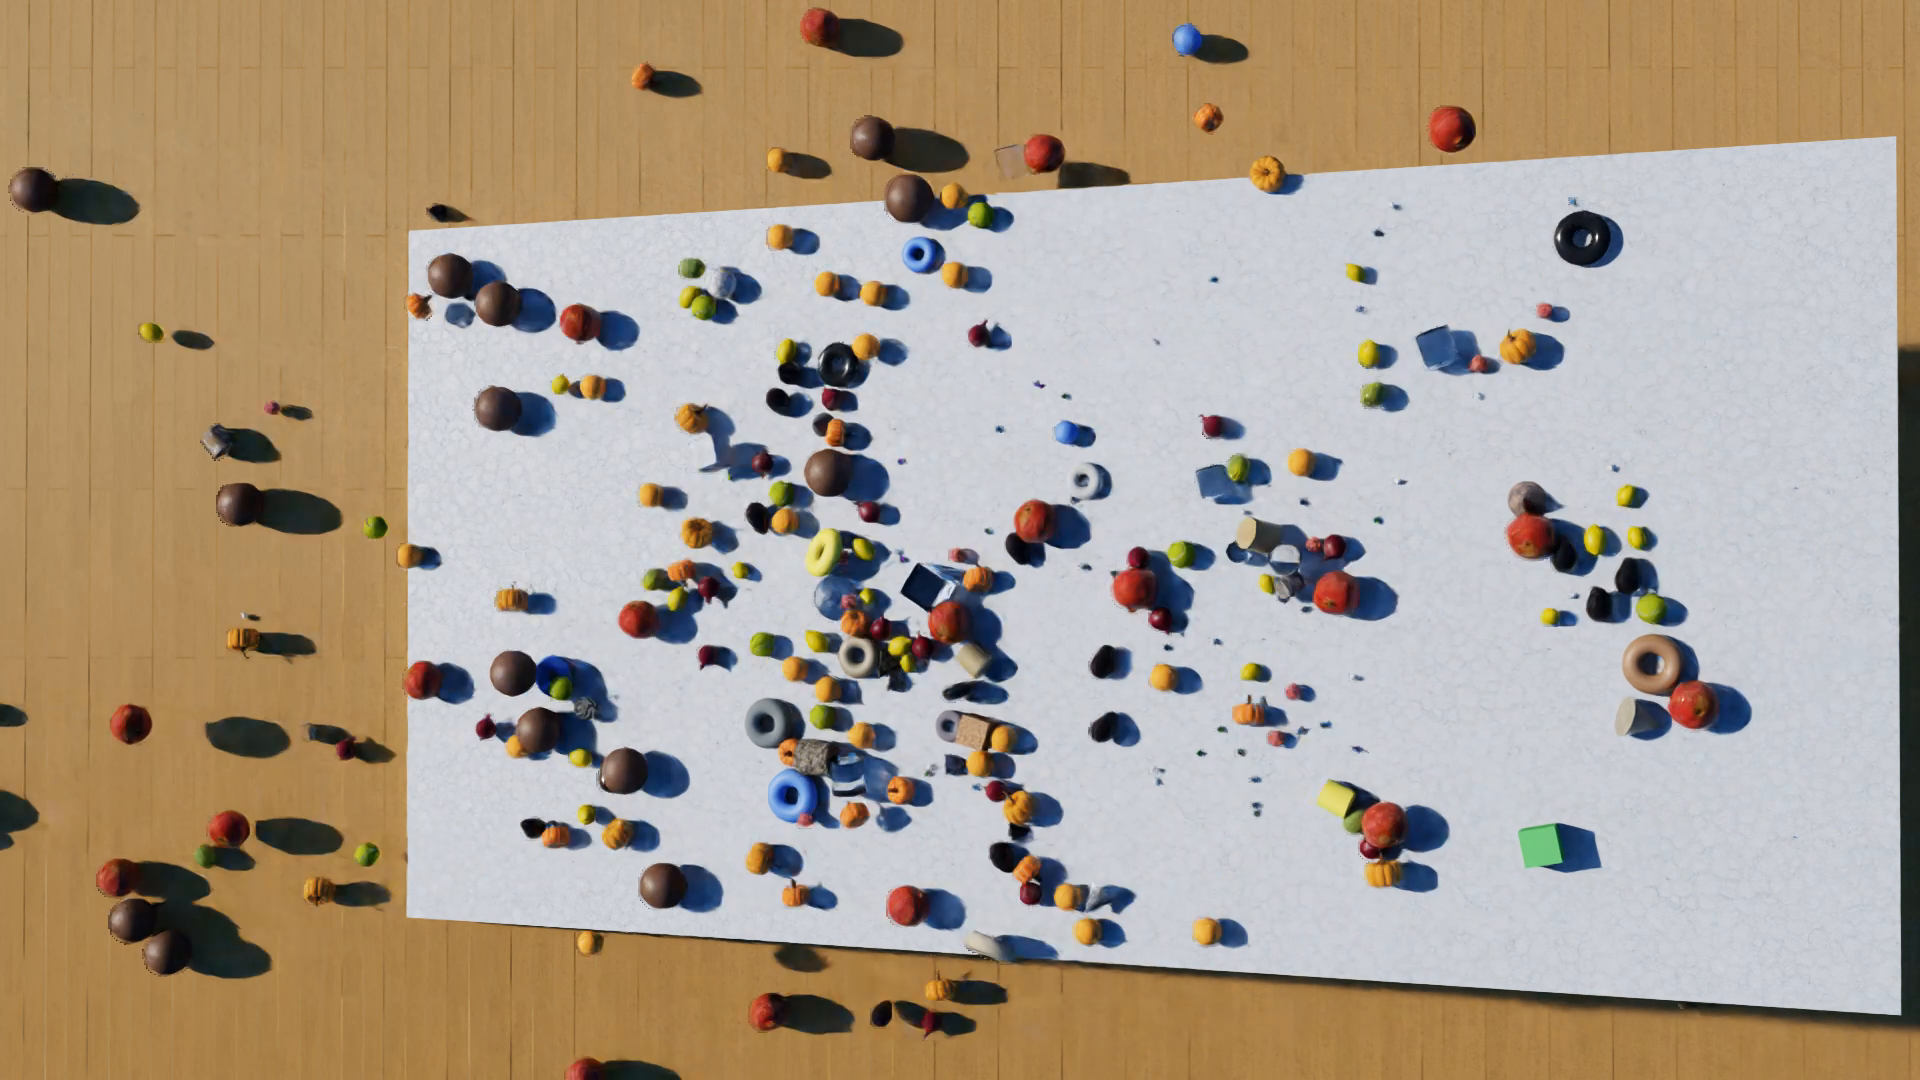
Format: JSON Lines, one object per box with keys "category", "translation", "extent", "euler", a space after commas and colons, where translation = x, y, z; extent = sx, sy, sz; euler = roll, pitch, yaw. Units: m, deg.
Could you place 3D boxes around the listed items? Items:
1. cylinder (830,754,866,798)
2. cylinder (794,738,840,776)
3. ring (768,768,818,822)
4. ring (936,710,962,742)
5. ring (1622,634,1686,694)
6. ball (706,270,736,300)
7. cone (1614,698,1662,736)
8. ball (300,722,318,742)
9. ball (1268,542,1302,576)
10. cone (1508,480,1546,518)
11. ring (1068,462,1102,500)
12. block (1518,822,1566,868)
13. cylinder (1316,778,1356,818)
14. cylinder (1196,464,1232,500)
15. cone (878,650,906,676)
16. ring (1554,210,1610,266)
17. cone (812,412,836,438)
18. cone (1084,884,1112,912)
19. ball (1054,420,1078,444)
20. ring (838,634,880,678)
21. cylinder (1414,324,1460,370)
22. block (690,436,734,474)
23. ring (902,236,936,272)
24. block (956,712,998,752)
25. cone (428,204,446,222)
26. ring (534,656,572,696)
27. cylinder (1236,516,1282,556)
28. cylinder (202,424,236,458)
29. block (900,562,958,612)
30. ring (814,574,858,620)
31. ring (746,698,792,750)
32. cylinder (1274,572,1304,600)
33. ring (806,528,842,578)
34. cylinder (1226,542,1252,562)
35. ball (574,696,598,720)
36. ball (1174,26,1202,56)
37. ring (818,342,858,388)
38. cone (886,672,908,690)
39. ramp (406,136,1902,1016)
{"category": "cylinder", "translation": [-0.298, 0.626, 5.851], "extent": [0.092, 0.092, 0.092], "euler": [-5, 102, 0]}
{"category": "cylinder", "translation": [-0.383, 0.582, 5.893], "extent": [0.094, 0.094, 0.094], "euler": [1, 89, 21]}
{"category": "ring", "translation": [-0.453, 0.690, 5.942], "extent": [0.145, 0.048, 0.145], "euler": [0, 90, 20]}
{"category": "ring", "translation": [-0.024, 0.491, 5.794], "extent": [0.086, 0.029, 0.086], "euler": [0, 89, 19]}
{"category": "ring", "translation": [1.630, 0.292, 5.167], "extent": [0.144, 0.048, 0.144], "euler": [0, 90, 20]}
{"category": "ball", "translation": [-0.654, -0.699, 6.011], "extent": [0.082, 0.082, 0.082], "euler": [0, 89, 0]}
{"category": "cone", "translation": [1.609, 0.429, 5.175], "extent": [0.096, 0.096, 0.096], "euler": [17, 89, -7]}
{"category": "ball", "translation": [-1.915, 0.566, 6.468], "extent": [0.056, 0.056, 0.056], "euler": [0, 89, 0]}
{"category": "ball", "translation": [0.801, 0.048, 5.423], "extent": [0.081, 0.081, 0.081], "euler": [0, 89, 0]}
{"category": "cone", "translation": [1.350, -0.097, 5.253], "extent": [0.092, 0.092, 0.092], "euler": [0, 89, 21]}
{"category": "ring", "translation": [0.323, -0.152, 5.671], "extent": [0.098, 0.033, 0.098], "euler": [0, 89, 22]}
{"category": "block", "translation": [1.384, 0.726, 5.232], "extent": [0.087, 0.087, 0.087], "euler": [-13, 85, 20]}
{"category": "cylinder", "translation": [0.927, 0.636, 5.412], "extent": [0.073, 0.073, 0.073], "euler": [25, 89, 19]}
{"category": "cylinder", "translation": [0.636, -0.145, 5.530], "extent": [0.076, 0.076, 0.076], "euler": [-13, 84, 0]}
{"category": "cone", "translation": [-0.179, 0.331, 5.853], "extent": [0.070, 0.070, 0.070], "euler": [4, 89, -6]}
{"category": "ring", "translation": [1.482, -0.719, 5.238], "extent": [0.131, 0.044, 0.131], "euler": [0, 91, 21]}
{"category": "cone", "translation": [-0.380, -0.312, 5.918], "extent": [0.067, 0.067, 0.067], "euler": [0, 89, 21]}
{"category": "cone", "translation": [0.340, 0.926, 5.612], "extent": [0.071, 0.071, 0.071], "euler": [44, 71, 1]}
{"category": "ball", "translation": [0.274, -0.277, 5.675], "extent": [0.062, 0.062, 0.062], "euler": [0, 89, 0]}
{"category": "ring", "translation": [-0.269, 0.310, 5.883], "extent": [0.120, 0.040, 0.120], "euler": [-1, 88, 21]}
{"category": "cylinder", "translation": [1.158, -0.466, 5.334], "extent": [0.085, 0.085, 0.085], "euler": [-19, 81, 0]}
{"category": "block", "translation": [-0.675, -0.233, 5.984], "extent": [0.077, 0.077, 0.077], "euler": [-19, 77, 30]}
{"category": "ring", "translation": [-0.108, -0.759, 5.840], "extent": [0.097, 0.032, 0.097], "euler": [-1, 88, 20]}
{"category": "block", "translation": [0.044, 0.501, 5.743], "extent": [0.076, 0.076, 0.076], "euler": [17, 95, 20]}
{"category": "cone", "translation": [-1.553, -0.969, 6.482], "extent": [0.053, 0.053, 0.053], "euler": [-1, 87, 23]}
{"category": "ring", "translation": [-1.150, 0.384, 6.212], "extent": [0.116, 0.039, 0.116], "euler": [1, 91, 25]}
{"category": "cylinder", "translation": [0.745, -0.010, 5.466], "extent": [0.082, 0.082, 0.082], "euler": [14, 89, -28]}
{"category": "cylinder", "translation": [-2.182, -0.291, 6.471], "extent": [0.070, 0.070, 0.070], "euler": [-39, 91, 0]}
{"category": "block", "translation": [-0.082, 0.124, 5.785], "extent": [0.095, 0.095, 0.095], "euler": [33, 101, 18]}
{"category": "ring", "translation": [-0.334, 0.155, 5.908], "extent": [0.124, 0.041, 0.124], "euler": [0, 89, 19]}
{"category": "ring", "translation": [-0.519, 0.499, 5.971], "extent": [0.139, 0.046, 0.139], "euler": [0, 90, 20]}
{"category": "cylinder", "translation": [0.818, 0.112, 5.458], "extent": [0.054, 0.054, 0.054], "euler": [-27, 89, -29]}
{"category": "ring", "translation": [-0.364, 0.034, 5.886], "extent": [0.046, 0.138, 0.138], "euler": [23, 89, -30]}
{"category": "cylinder", "translation": [0.700, 0.030, 5.515], "extent": [0.054, 0.054, 0.054], "euler": [0, 89, 21]}
{"category": "ball", "translation": [-1.047, 0.471, 6.151], "extent": [0.066, 0.066, 0.066], "euler": [0, 89, 0]}
{"category": "ball", "translation": [0.671, -1.472, 6.480], "extent": [0.085, 0.085, 0.085], "euler": [0, 89, 0]}
{"category": "ring", "translation": [-0.328, -0.470, 5.915], "extent": [0.121, 0.040, 0.121], "euler": [0, 91, 21]}
{"category": "cone", "translation": [-0.162, 0.383, 5.850], "extent": [0.054, 0.054, 0.054], "euler": [17, 89, -7]}
{"category": "ramp", "translation": [0.281, 0.089, 5.754], "extent": [4.000, 0.100, 2.000], "euler": [0, 89, 21]}
